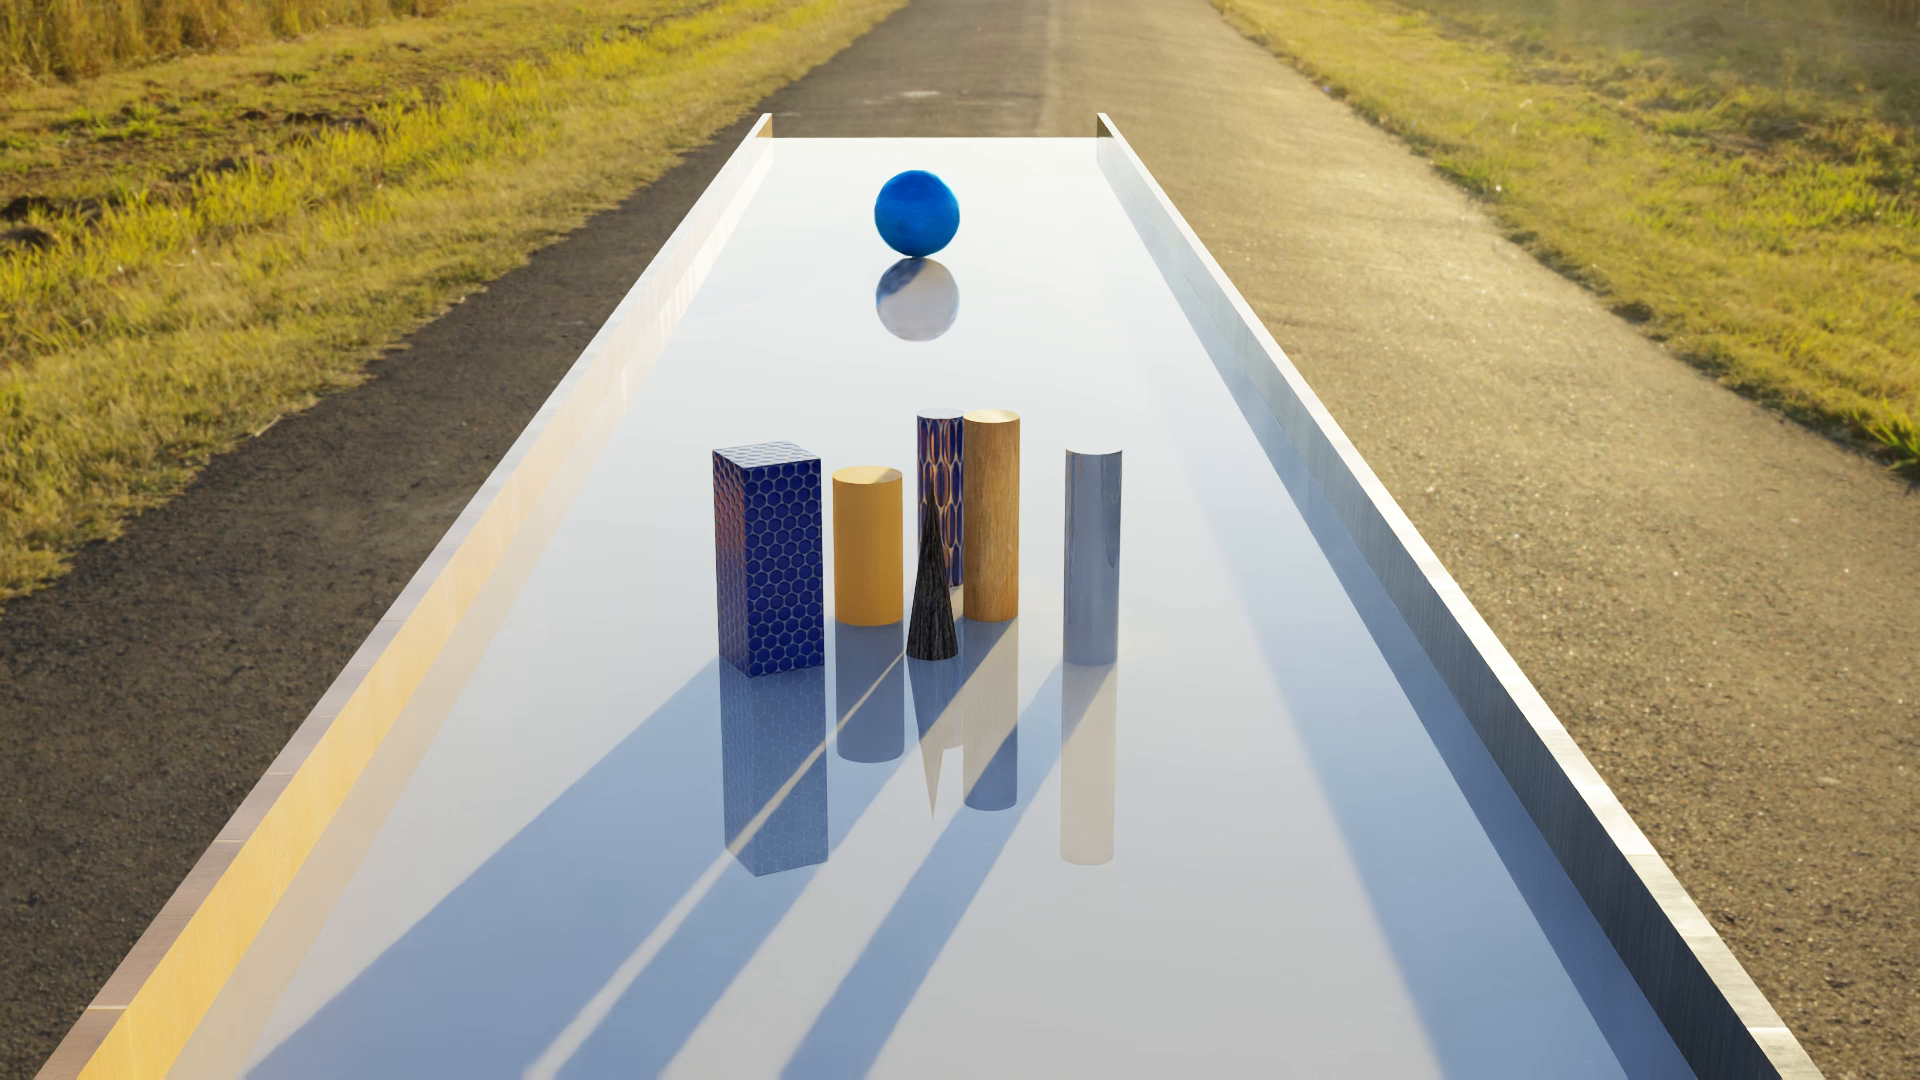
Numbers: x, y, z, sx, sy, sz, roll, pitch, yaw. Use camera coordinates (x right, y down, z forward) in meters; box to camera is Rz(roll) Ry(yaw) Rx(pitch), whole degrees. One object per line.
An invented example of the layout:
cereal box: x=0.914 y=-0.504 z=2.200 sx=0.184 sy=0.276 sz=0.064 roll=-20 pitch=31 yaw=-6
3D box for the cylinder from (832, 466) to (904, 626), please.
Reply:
cylinder: x=-0.194 y=0.012 z=4.645 sx=0.147 sy=0.310 sz=0.147 roll=0 pitch=17 yaw=0

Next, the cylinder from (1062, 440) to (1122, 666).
cylinder: x=0.263 y=0.027 z=4.375 sx=0.113 sy=0.434 sz=0.113 roll=0 pitch=17 yaw=0

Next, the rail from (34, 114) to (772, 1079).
rail: x=-1.118 y=-0.838 z=7.780 sx=0.050 sy=0.150 sz=12.000 roll=0 pitch=17 yaw=-1

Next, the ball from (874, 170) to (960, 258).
ball: x=-0.178 y=-1.361 z=9.166 sx=0.363 sy=0.363 sz=0.363 roll=0 pitch=17 yaw=0

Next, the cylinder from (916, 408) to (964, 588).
cylinder: x=-0.042 y=-0.094 z=4.867 sx=0.107 sy=0.384 sz=0.107 roll=0 pitch=17 yaw=0

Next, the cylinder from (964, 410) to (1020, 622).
cylinder: x=0.066 y=-0.051 z=4.639 sx=0.119 sy=0.433 sz=0.119 roll=0 pitch=17 yaw=0

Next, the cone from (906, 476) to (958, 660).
cone: x=-0.057 y=0.048 z=4.411 sx=0.106 sy=0.373 sz=0.106 roll=0 pitch=17 yaw=0

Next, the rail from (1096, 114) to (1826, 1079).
rail: x=0.932 y=-0.844 z=7.801 sx=0.050 sy=0.150 sz=12.000 roll=0 pitch=17 yaw=-1

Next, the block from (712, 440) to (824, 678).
block: x=-0.379 y=0.036 z=4.358 sx=0.162 sy=0.426 sz=0.162 roll=-9 pitch=19 yaw=-27
